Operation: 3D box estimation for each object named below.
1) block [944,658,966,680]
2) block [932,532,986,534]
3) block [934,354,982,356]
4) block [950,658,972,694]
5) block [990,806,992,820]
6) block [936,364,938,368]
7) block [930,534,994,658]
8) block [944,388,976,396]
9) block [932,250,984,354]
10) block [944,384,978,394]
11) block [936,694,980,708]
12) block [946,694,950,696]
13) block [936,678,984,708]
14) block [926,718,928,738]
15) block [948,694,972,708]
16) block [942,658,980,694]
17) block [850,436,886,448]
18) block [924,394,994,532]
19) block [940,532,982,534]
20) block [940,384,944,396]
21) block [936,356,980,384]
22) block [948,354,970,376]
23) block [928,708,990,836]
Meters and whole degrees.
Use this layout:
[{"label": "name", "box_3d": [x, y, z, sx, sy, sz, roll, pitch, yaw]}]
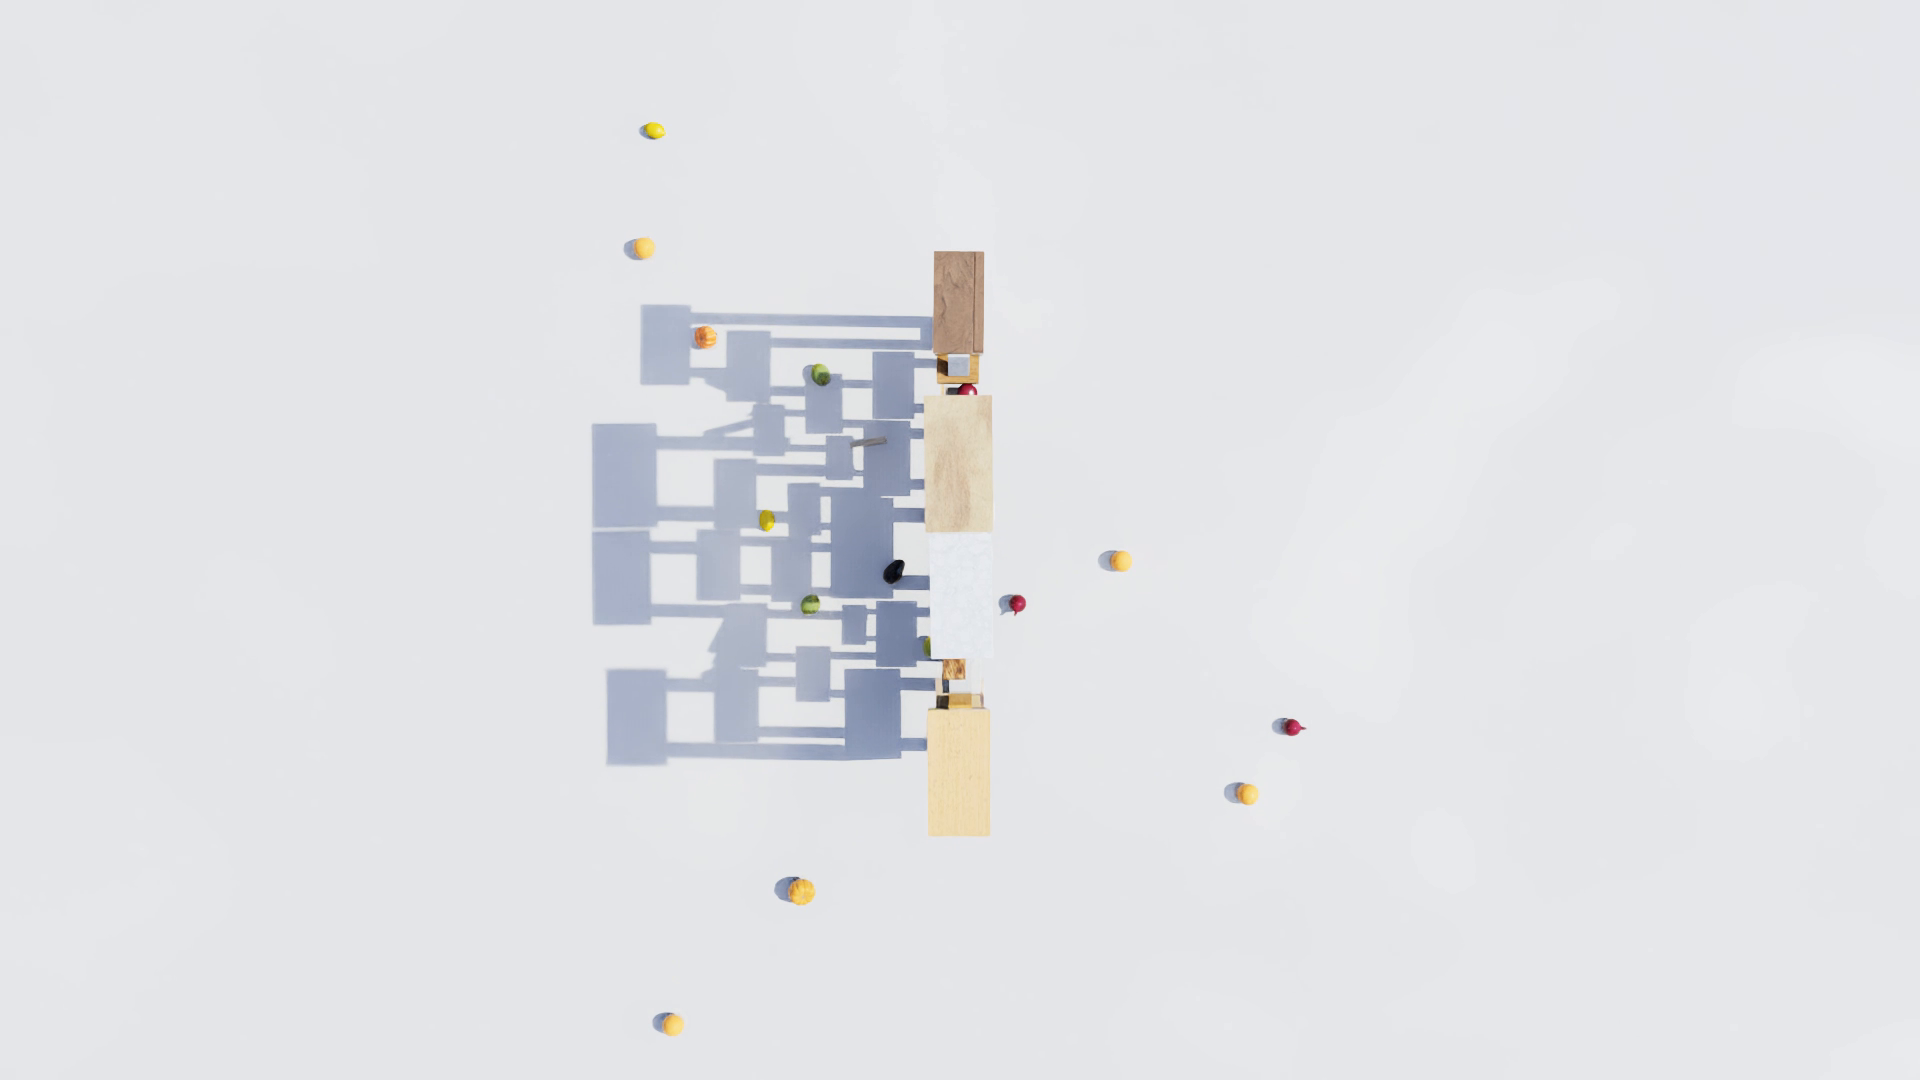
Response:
[{"label": "block", "box_3d": [-0.015, 0.334, 4.655, 0.063, 0.018, 0.126, 0, 61, 0]}, {"label": "block", "box_3d": [-0.001, 0.032, 5.139, 0.169, 0.048, 0.338, 0, 90, 0]}, {"label": "block", "box_3d": [-0.003, -0.544, 4.571, 0.135, 0.271, 0.038, 1, 90, 0]}, {"label": "block", "box_3d": [0.001, 0.372, 4.655, 0.063, 0.018, 0.126, 0, 61, 0]}, {"label": "block", "box_3d": [0.000, 0.715, 4.744, 0.164, 0.823, 0.046, -2, 90, 0]}, {"label": "block", "box_3d": [-0.008, -0.488, 4.861, 0.120, 0.240, 0.034, 0, 90, 0]}, {"label": "block", "box_3d": [0.003, 0.144, 4.247, 0.159, 0.045, 0.319, -1, 90, 0]}, {"label": "block", "box_3d": [0.000, -0.356, 4.794, 0.087, 0.025, 0.175, 0, 90, 0]}, {"label": "block", "box_3d": [-0.003, -0.635, 4.417, 0.135, 0.038, 0.271, 1, 90, 0]}, {"label": "block", "box_3d": [0.001, -0.448, 4.995, 0.101, 0.029, 0.202, -1, 90, 0]}, {"label": "block", "box_3d": [-0.004, 0.564, 4.678, 0.123, 0.035, 0.246, 0, 90, 0]}, {"label": "block", "box_3d": [0.002, 0.455, 4.954, 0.094, 0.027, 0.188, 0, 90, 0]}, {"label": "block", "box_3d": [0.000, 0.584, 5.177, 0.151, 0.043, 0.301, -1, 90, 0]}, {"label": "block", "box_3d": [-0.006, 0.498, 4.497, 0.164, 0.328, 0.046, 0, 90, 0]}, {"label": "block", "box_3d": [0.001, 0.441, 4.631, 0.063, 0.126, 0.018, 0, 114, 0]}, {"label": "block", "box_3d": [0.005, 0.328, 4.708, 0.108, 0.031, 0.217, 0, 90, 0]}, {"label": "block", "box_3d": [-0.304, -0.323, 5.470, 0.120, 0.060, 0.017, -10, 90, 0]}, {"label": "block", "box_3d": [-0.003, -0.197, 4.266, 0.176, 0.050, 0.352, -1, 90, 0]}, {"label": "block", "box_3d": [0.002, 0.096, 4.606, 0.120, 0.034, 0.240, 0, 90, 0]}, {"label": "block", "box_3d": [-0.004, -0.513, 5.258, 0.113, 0.032, 0.226, 0, 90, 0]}, {"label": "block", "box_3d": [-0.005, -0.568, 4.724, 0.120, 0.034, 0.240, 0, 90, 0]}, {"label": "block", "box_3d": [-0.004, -0.496, 4.648, 0.060, 0.120, 0.017, 1, 69, 0]}, {"label": "block", "box_3d": [-0.002, 0.607, 4.310, 0.164, 0.046, 0.328, 0, 90, 0]}]
